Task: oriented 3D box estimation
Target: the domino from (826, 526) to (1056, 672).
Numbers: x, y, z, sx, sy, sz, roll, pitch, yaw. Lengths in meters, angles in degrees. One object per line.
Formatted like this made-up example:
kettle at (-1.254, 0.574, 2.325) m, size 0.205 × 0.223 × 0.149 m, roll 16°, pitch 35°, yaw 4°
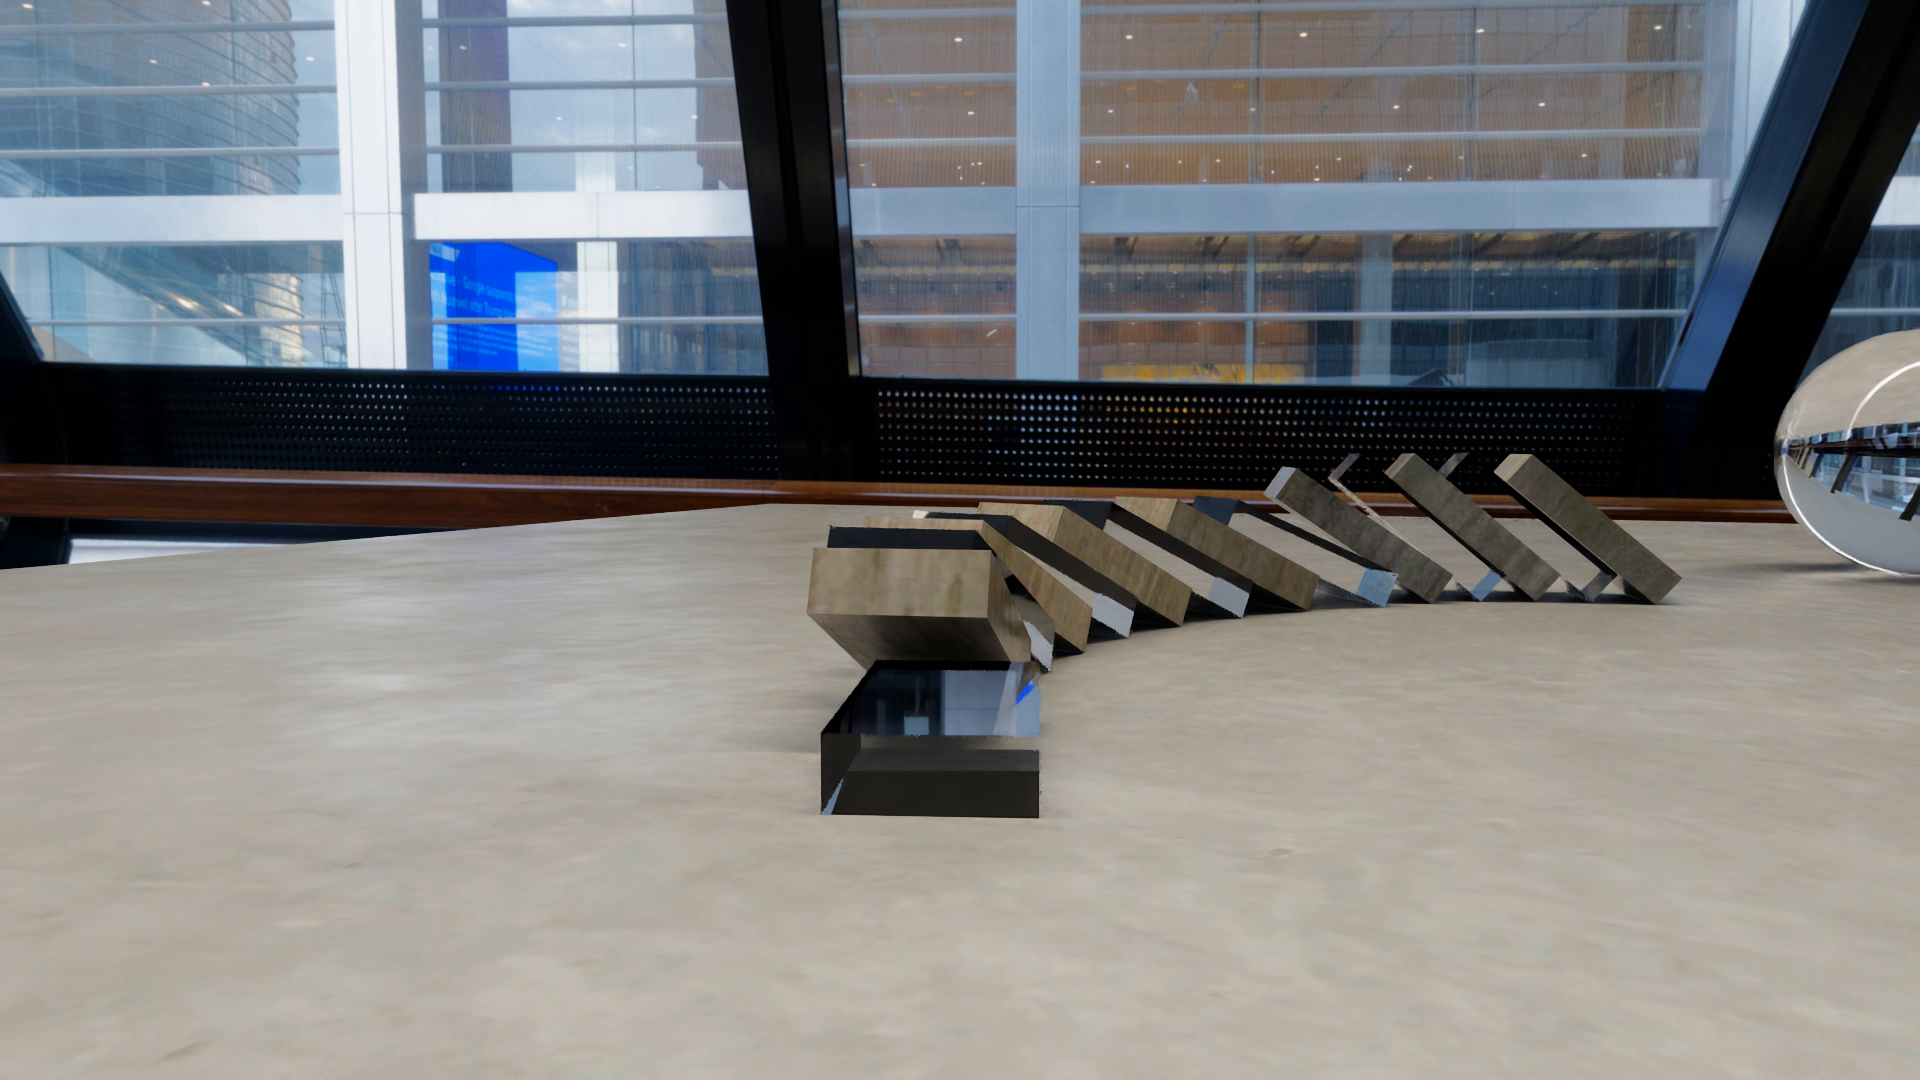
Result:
domino at (-0.002, 0.011, 0.224) m, size 0.025 × 0.009 × 0.050 m, roll 2°, pitch -20°, yaw 20°

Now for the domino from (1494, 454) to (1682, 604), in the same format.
domino at (0.170, -0.004, 0.352) m, size 0.050 × 0.009 × 0.025 m, roll 41°, pitch 10°, yaw 5°

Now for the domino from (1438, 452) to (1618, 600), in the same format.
domino at (0.156, -0.004, 0.357) m, size 0.050 × 0.009 × 0.025 m, roll 42°, pitch 10°, yaw 7°

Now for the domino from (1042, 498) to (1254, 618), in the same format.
domino at (0.045, 0.005, 0.311) m, size 0.050 × 0.009 × 0.025 m, roll 26°, pitch -11°, yaw -32°

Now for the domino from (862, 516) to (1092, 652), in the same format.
domino at (0.004, 0.009, 0.249) m, size 0.025 × 0.009 × 0.050 m, roll 3°, pitch -19°, yaw 31°

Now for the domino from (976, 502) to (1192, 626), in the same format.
domino at (0.028, 0.006, 0.293) m, size 0.025 × 0.009 × 0.050 m, roll 4°, pitch -19°, yaw 46°

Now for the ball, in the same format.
ball at (0.312, -0.029, 0.418) m, size 0.080 × 0.080 × 0.080 m, roll 0°, pitch 4°, yaw 0°

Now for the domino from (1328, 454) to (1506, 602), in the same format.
domino at (0.127, -0.004, 0.359) m, size 0.050 × 0.010 × 0.025 m, roll 41°, pitch 10°, yaw 5°

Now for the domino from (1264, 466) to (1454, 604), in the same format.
domino at (0.109, -0.002, 0.353) m, size 0.050 × 0.010 × 0.025 m, roll 35°, pitch 7°, yaw 2°

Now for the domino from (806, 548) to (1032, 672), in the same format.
domino at (-0.004, 0.014, 0.198) m, size 0.025 × 0.009 × 0.050 m, roll 1°, pitch -18°, yaw 10°

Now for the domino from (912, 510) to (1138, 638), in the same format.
domino at (0.014, 0.008, 0.273) m, size 0.025 × 0.009 × 0.050 m, roll 4°, pitch -18°, yaw 40°

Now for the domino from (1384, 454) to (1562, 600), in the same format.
domino at (0.142, -0.004, 0.359) m, size 0.050 × 0.010 × 0.025 m, roll 41°, pitch 10°, yaw 6°

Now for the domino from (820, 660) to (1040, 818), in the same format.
domino at (-0.002, 0.025, 0.171) m, size 0.025 × 0.010 × 0.050 m, roll 0°, pitch 4°, yaw 4°

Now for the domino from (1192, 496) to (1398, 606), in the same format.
domino at (0.087, 0.003, 0.340) m, size 0.050 × 0.010 × 0.025 m, roll 23°, pitch -2°, yaw -15°

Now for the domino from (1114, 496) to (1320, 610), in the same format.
domino at (0.064, 0.003, 0.326) m, size 0.050 × 0.009 × 0.025 m, roll 25°, pitch -9°, yaw -27°
